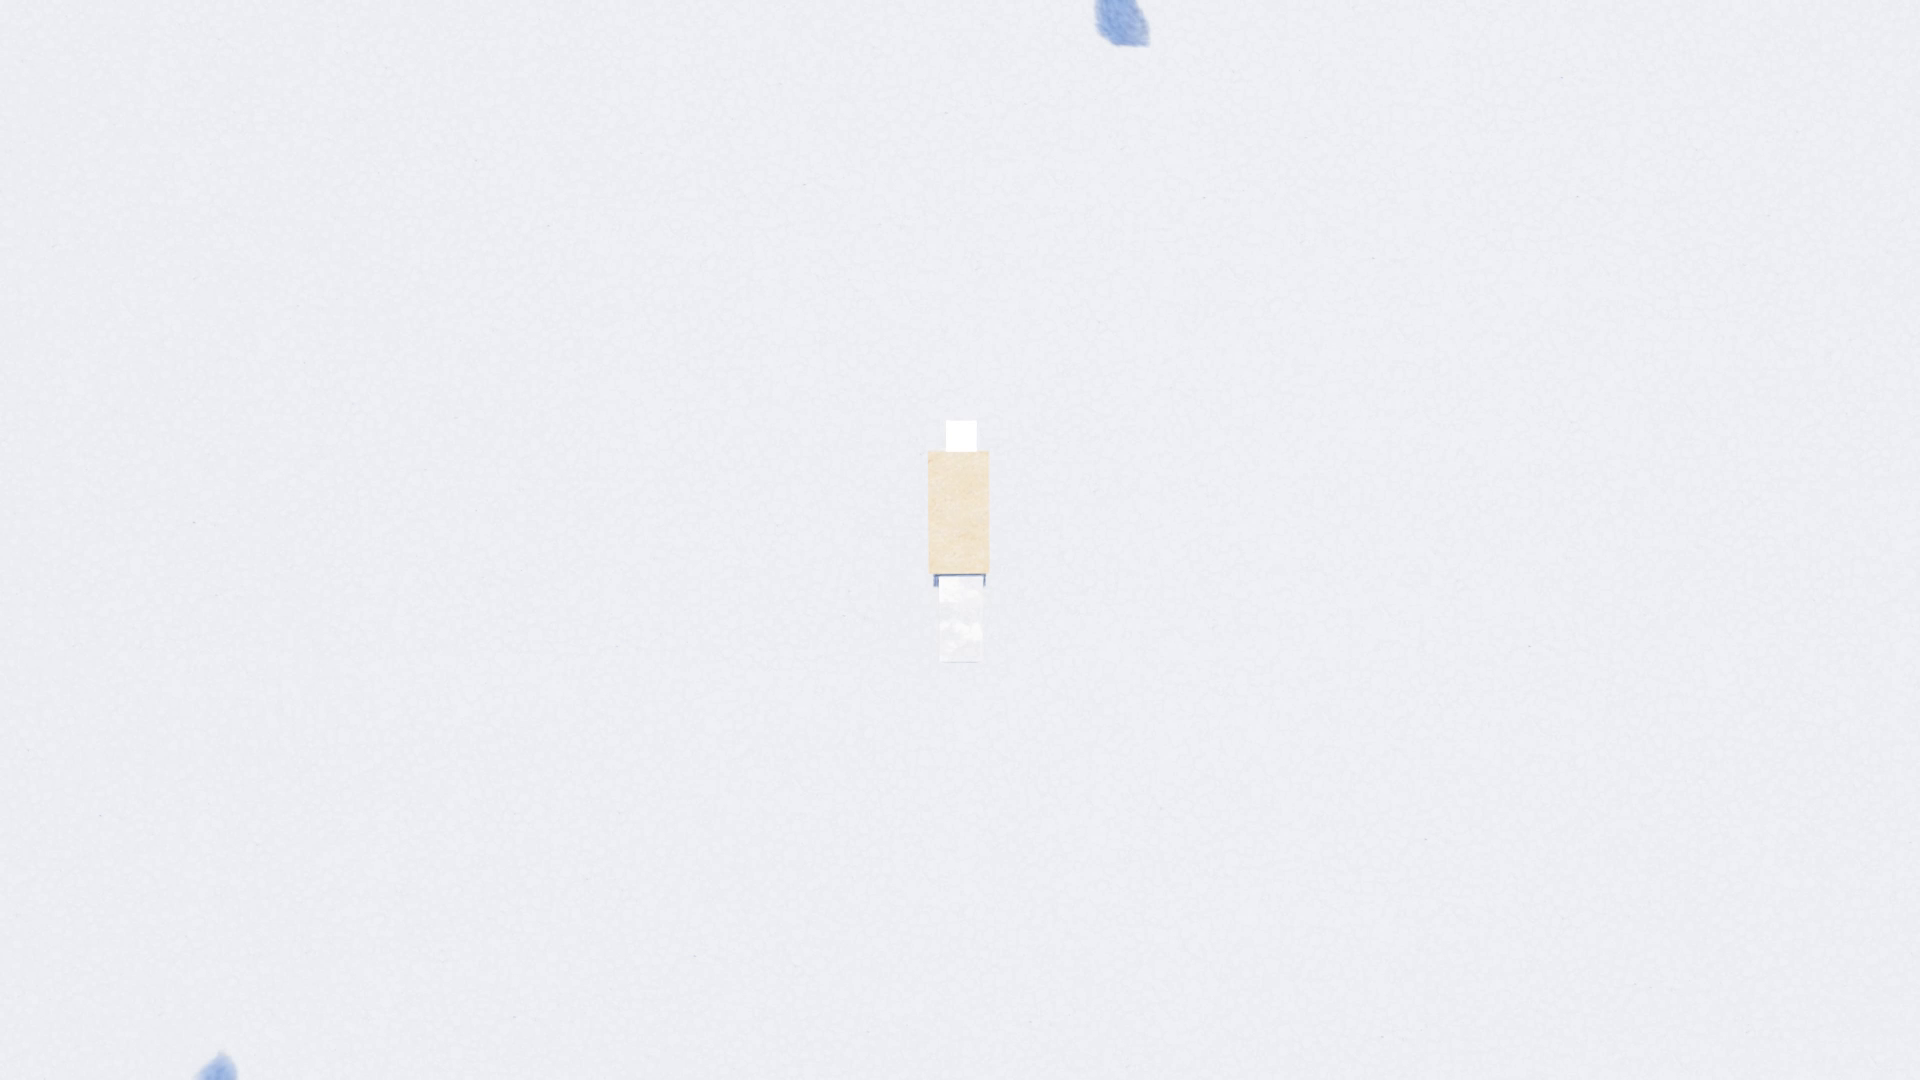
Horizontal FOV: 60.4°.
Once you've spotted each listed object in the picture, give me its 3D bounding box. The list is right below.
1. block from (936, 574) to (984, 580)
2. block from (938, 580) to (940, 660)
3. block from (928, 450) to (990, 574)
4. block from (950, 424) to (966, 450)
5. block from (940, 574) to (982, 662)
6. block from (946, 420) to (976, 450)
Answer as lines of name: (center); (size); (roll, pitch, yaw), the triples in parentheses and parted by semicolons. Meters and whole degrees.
block: (0.000, -0.031, 5.172); (0.153, 0.043, 0.306); (0, 90, 0)
block: (-0.004, 0.254, 5.228); (0.127, 0.036, 0.254); (0, 90, 0)
block: (-0.004, -0.080, 4.773); (0.176, 0.050, 0.353); (0, 90, 0)
block: (-0.005, -0.311, 5.169); (0.052, 0.015, 0.103); (0, 90, 0)
block: (0.003, 0.233, 4.933); (0.130, 0.037, 0.259); (0, 90, 0)
block: (0.005, -0.285, 5.294); (0.096, 0.027, 0.193); (0, 90, 0)
